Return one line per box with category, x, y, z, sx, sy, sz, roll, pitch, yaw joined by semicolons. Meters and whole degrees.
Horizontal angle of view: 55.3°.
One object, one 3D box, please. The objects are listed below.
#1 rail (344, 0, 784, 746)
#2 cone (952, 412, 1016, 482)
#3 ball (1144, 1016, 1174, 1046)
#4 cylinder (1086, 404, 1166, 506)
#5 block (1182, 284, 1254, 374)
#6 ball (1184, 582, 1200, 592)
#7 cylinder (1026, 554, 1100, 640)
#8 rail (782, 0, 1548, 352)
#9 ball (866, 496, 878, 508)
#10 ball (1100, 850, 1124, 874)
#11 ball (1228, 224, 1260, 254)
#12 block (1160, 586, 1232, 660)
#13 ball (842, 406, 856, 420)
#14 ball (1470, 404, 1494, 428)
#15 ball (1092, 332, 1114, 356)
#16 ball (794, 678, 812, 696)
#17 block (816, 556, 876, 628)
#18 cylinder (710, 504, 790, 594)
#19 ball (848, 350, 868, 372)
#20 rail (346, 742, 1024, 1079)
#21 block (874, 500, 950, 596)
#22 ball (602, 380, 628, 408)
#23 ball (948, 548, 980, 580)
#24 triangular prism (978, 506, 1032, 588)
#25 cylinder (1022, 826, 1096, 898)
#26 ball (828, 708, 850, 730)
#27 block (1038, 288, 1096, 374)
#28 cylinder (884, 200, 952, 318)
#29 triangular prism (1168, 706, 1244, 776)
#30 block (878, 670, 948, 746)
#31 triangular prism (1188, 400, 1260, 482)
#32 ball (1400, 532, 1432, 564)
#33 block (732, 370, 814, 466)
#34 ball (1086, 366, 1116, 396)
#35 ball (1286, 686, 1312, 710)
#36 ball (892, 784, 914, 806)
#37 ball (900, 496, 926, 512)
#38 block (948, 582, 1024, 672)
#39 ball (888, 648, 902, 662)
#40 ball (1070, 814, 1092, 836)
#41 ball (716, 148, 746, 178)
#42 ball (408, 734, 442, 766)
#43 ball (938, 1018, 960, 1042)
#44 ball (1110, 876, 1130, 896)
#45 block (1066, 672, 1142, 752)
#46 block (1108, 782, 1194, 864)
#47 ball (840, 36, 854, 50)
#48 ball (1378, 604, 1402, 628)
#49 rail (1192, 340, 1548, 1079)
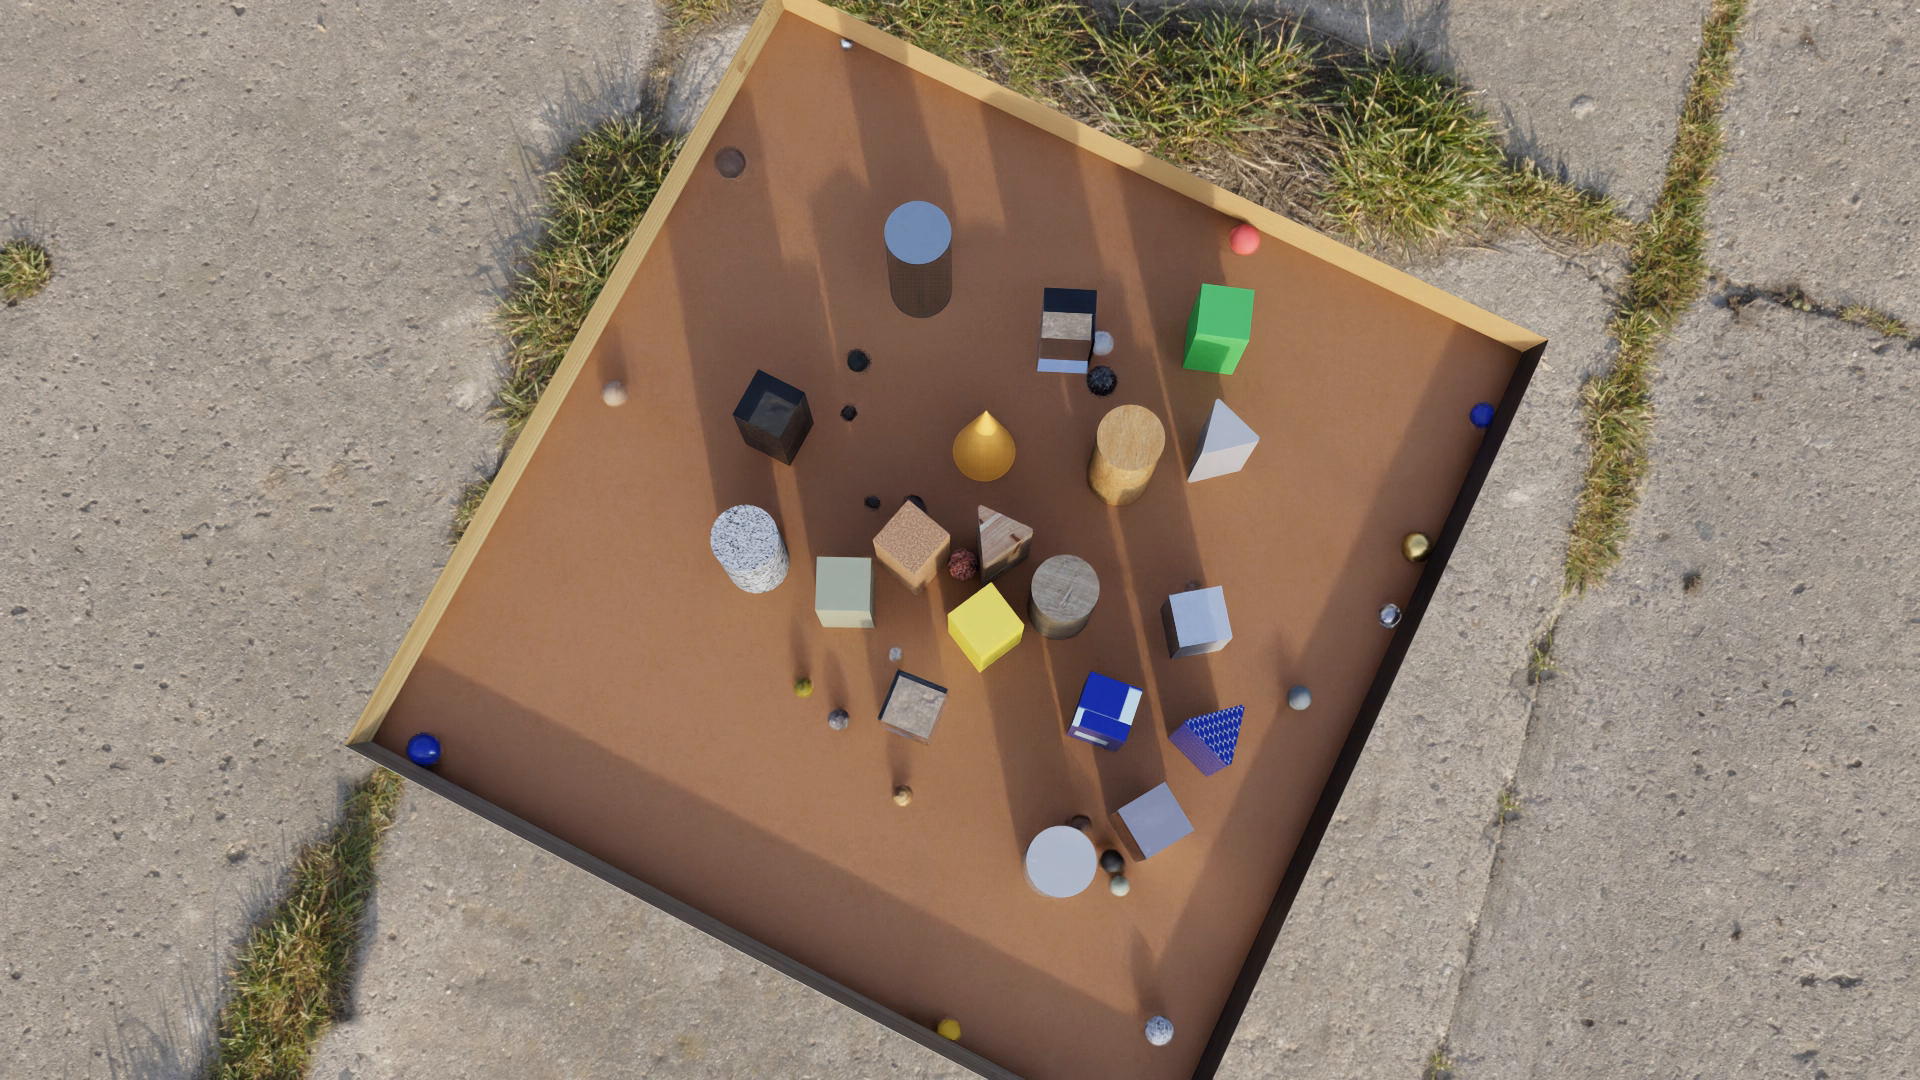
rail;-1.175;-0.568;5.668;0.045;0.127;2.727;26;80;5
cone;0.075;-0.322;5.448;0.195;0.460;0.195;0;78;0
ball;0.574;1.413;5.282;0.082;0.082;0.082;0;78;0
cylinder;0.487;-0.246;5.440;0.195;0.446;0.195;0;78;0
block;0.783;-0.637;5.570;0.156;0.349;0.156;8;78;2
ball;0.705;0.150;5.561;0.049;0.049;0.049;0;78;0
cylinder;0.301;0.173;5.401;0.195;0.353;0.195;0;78;0
rail;0.599;-1.167;5.792;2.674;0.127;0.045;26;80;5
ball;-0.268;-0.116;5.620;0.040;0.040;0.040;0;78;0
ball;0.446;0.944;5.386;0.069;0.069;0.069;0;78;0
ball;0.893;-0.945;5.764;0.095;0.095;0.095;0;78;0
block;0.699;0.247;5.438;0.156;0.249;0.156;-10;78;-2
ball;-0.343;-0.394;5.674;0.047;0.047;0.047;0;78;0
ball;1.613;-0.382;5.658;0.073;0.073;0.073;0;78;0
ball;0.441;-0.612;5.703;0.078;0.078;0.078;0;78;0
ball;-0.470;0.440;5.496;0.057;0.057;0.057;0;78;0
block;-0.336;0.158;5.425;0.156;0.310;0.156;1;78;0
cylinder;-0.618;0.031;5.426;0.195;0.360;0.195;0;78;0
ball;-0.317;-0.556;5.698;0.067;0.067;0.067;0;78;0
rail;-0.599;1.180;5.307;2.674;0.127;0.045;26;80;5
block;-0.140;0.028;5.426;0.156;0.362;0.156;40;81;8
ball;-1.068;-0.452;5.669;0.081;0.081;0.081;0;78;0
ball;0.011;0.074;5.551;0.097;0.097;0.097;0;78;0
triangular prism;0.097;0.000;5.419;0.169;0.386;0.146;-34;80;-7
cylinder;0.280;0.923;5.231;0.195;0.380;0.195;0;78;0
ball;-0.361;0.535;5.473;0.064;0.064;0.064;0;78;0
block;0.324;-0.634;5.576;0.156;0.335;0.156;3;78;1
cylinder;-0.122;-0.842;5.544;0.195;0.483;0.195;0;78;0
triangular prism;0.734;0.554;5.280;0.146;0.435;0.169;-44;82;-8
block;-0.136;0.496;5.391;0.156;0.241;0.156;22;79;4
triangular prism;0.768;-0.305;5.496;0.169;0.359;0.146;-14;79;-3
ball;1.387;0.024;5.564;0.093;0.093;0.093;0;78;0
block;-0.559;-0.365;5.520;0.156;0.337;0.156;27;80;5
ball;0.438;-0.492;5.670;0.094;0.094;0.094;0;78;0
ball;1.014;0.474;5.482;0.072;0.072;0.072;0;78;0
ball;-0.170;0.754;5.428;0.063;0.063;0.063;0;78;0
ball;-0.144;-0.098;5.598;0.076;0.076;0.076;0;78;0
block;0.074;0.261;5.395;0.156;0.327;0.156;-36;81;-7
ball;-0.195;0.346;5.524;0.041;0.041;0.041;0;78;0
ball;0.356;0.842;5.410;0.063;0.063;0.063;0;78;0
ball;-0.728;-1.196;5.816;0.094;0.094;0.094;0;78;0
ball;-1.588;0.625;5.438;0.096;0.096;0.096;0;78;0
ball;-0.033;1.416;5.290;0.066;0.066;0.066;0;78;0
ball;0.469;1.014;5.376;0.061;0.061;0.061;0;78;0
block;0.418;0.504;5.337;0.156;0.344;0.156;19;79;4
block;0.544;0.814;5.264;0.156;0.361;0.156;-30;80;-6
ball;-0.365;-1.605;5.926;0.045;0.045;0.045;0;78;0
ball;1.296;0.228;5.533;0.071;0.071;0.071;0;78;0
rail;1.175;0.582;5.430;0.045;0.127;2.727;26;80;5
